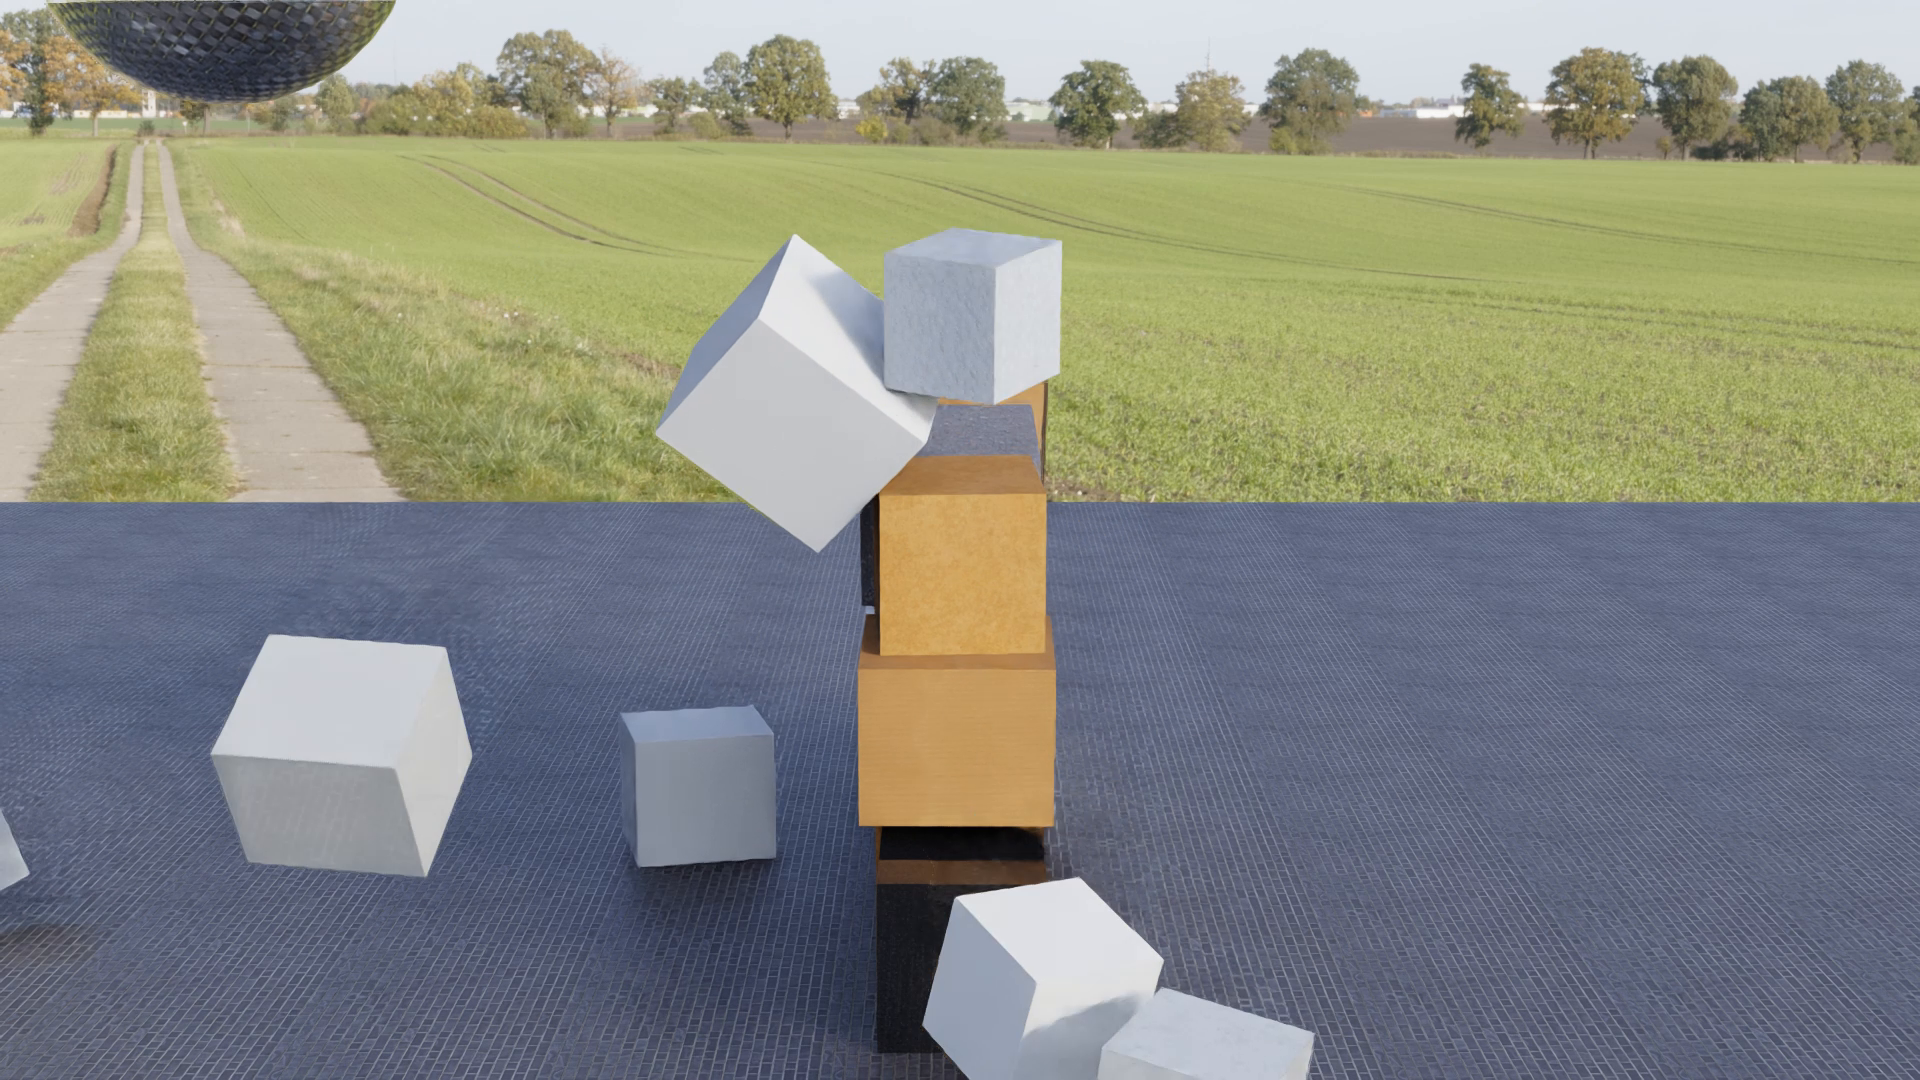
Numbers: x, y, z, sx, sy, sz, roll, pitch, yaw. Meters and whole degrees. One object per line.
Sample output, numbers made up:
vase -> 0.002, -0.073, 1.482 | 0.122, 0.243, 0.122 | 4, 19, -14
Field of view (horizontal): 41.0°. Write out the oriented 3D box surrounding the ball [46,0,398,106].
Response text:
ball -> -3.090, -2.624, 10.703 | 1.600, 1.600, 1.600 | 0, 10, 0

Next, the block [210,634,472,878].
block -> -2.149, 0.753, 8.990 | 0.649, 0.558, 0.578 | 4, 43, 8

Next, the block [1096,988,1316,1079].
block -> 0.726, 1.793, 7.911 | 0.507, 0.544, 0.601 | 14, 13, 20

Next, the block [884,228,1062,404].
block -> 0.049, -0.841, 9.543 | 0.462, 0.510, 0.527 | 10, 21, 27

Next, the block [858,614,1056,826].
block -> -0.010, 0.690, 9.966 | 0.736, 0.619, 0.740 | 0, 14, 0

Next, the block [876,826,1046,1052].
block -> 0.006, 1.483, 9.625 | 0.612, 0.638, 0.740 | 0, 10, 0

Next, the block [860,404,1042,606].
block -> -0.049, -0.153, 10.660 | 0.726, 0.630, 0.632 | -1, 24, -2

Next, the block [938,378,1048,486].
block -> 0.038, -0.594, 12.756 | 0.765, 0.794, 0.695 | 1, -31, 3

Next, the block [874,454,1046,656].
block -> -0.011, 0.049, 9.972 | 0.625, 0.621, 0.681 | -1, 14, -4

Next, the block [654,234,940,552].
block -> -0.588, -0.561, 9.801 | 0.779, 0.678, 0.663 | 37, 32, -15

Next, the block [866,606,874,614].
block -> -0.030, 0.111, 12.128 | 0.798, 0.836, 0.735 | 0, -19, 0

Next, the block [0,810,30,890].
block -> -4.493, 1.135, 10.527 | 0.792, 0.788, 0.869 | -31, 27, -33

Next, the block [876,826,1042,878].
block -> -0.006, 1.308, 10.353 | 0.643, 0.722, 0.708 | 0, 10, 0

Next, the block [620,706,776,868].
block -> -1.205, 1.121, 11.767 | 0.625, 0.573, 0.592 | -3, 10, -14

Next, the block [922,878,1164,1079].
block -> 0.267, 1.493, 8.450 | 0.508, 0.515, 0.493 | -3, 28, -34

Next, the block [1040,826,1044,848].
block -> 0.000, 1.000, 11.730 | 0.744, 0.836, 0.759 | 0, 10, 0
